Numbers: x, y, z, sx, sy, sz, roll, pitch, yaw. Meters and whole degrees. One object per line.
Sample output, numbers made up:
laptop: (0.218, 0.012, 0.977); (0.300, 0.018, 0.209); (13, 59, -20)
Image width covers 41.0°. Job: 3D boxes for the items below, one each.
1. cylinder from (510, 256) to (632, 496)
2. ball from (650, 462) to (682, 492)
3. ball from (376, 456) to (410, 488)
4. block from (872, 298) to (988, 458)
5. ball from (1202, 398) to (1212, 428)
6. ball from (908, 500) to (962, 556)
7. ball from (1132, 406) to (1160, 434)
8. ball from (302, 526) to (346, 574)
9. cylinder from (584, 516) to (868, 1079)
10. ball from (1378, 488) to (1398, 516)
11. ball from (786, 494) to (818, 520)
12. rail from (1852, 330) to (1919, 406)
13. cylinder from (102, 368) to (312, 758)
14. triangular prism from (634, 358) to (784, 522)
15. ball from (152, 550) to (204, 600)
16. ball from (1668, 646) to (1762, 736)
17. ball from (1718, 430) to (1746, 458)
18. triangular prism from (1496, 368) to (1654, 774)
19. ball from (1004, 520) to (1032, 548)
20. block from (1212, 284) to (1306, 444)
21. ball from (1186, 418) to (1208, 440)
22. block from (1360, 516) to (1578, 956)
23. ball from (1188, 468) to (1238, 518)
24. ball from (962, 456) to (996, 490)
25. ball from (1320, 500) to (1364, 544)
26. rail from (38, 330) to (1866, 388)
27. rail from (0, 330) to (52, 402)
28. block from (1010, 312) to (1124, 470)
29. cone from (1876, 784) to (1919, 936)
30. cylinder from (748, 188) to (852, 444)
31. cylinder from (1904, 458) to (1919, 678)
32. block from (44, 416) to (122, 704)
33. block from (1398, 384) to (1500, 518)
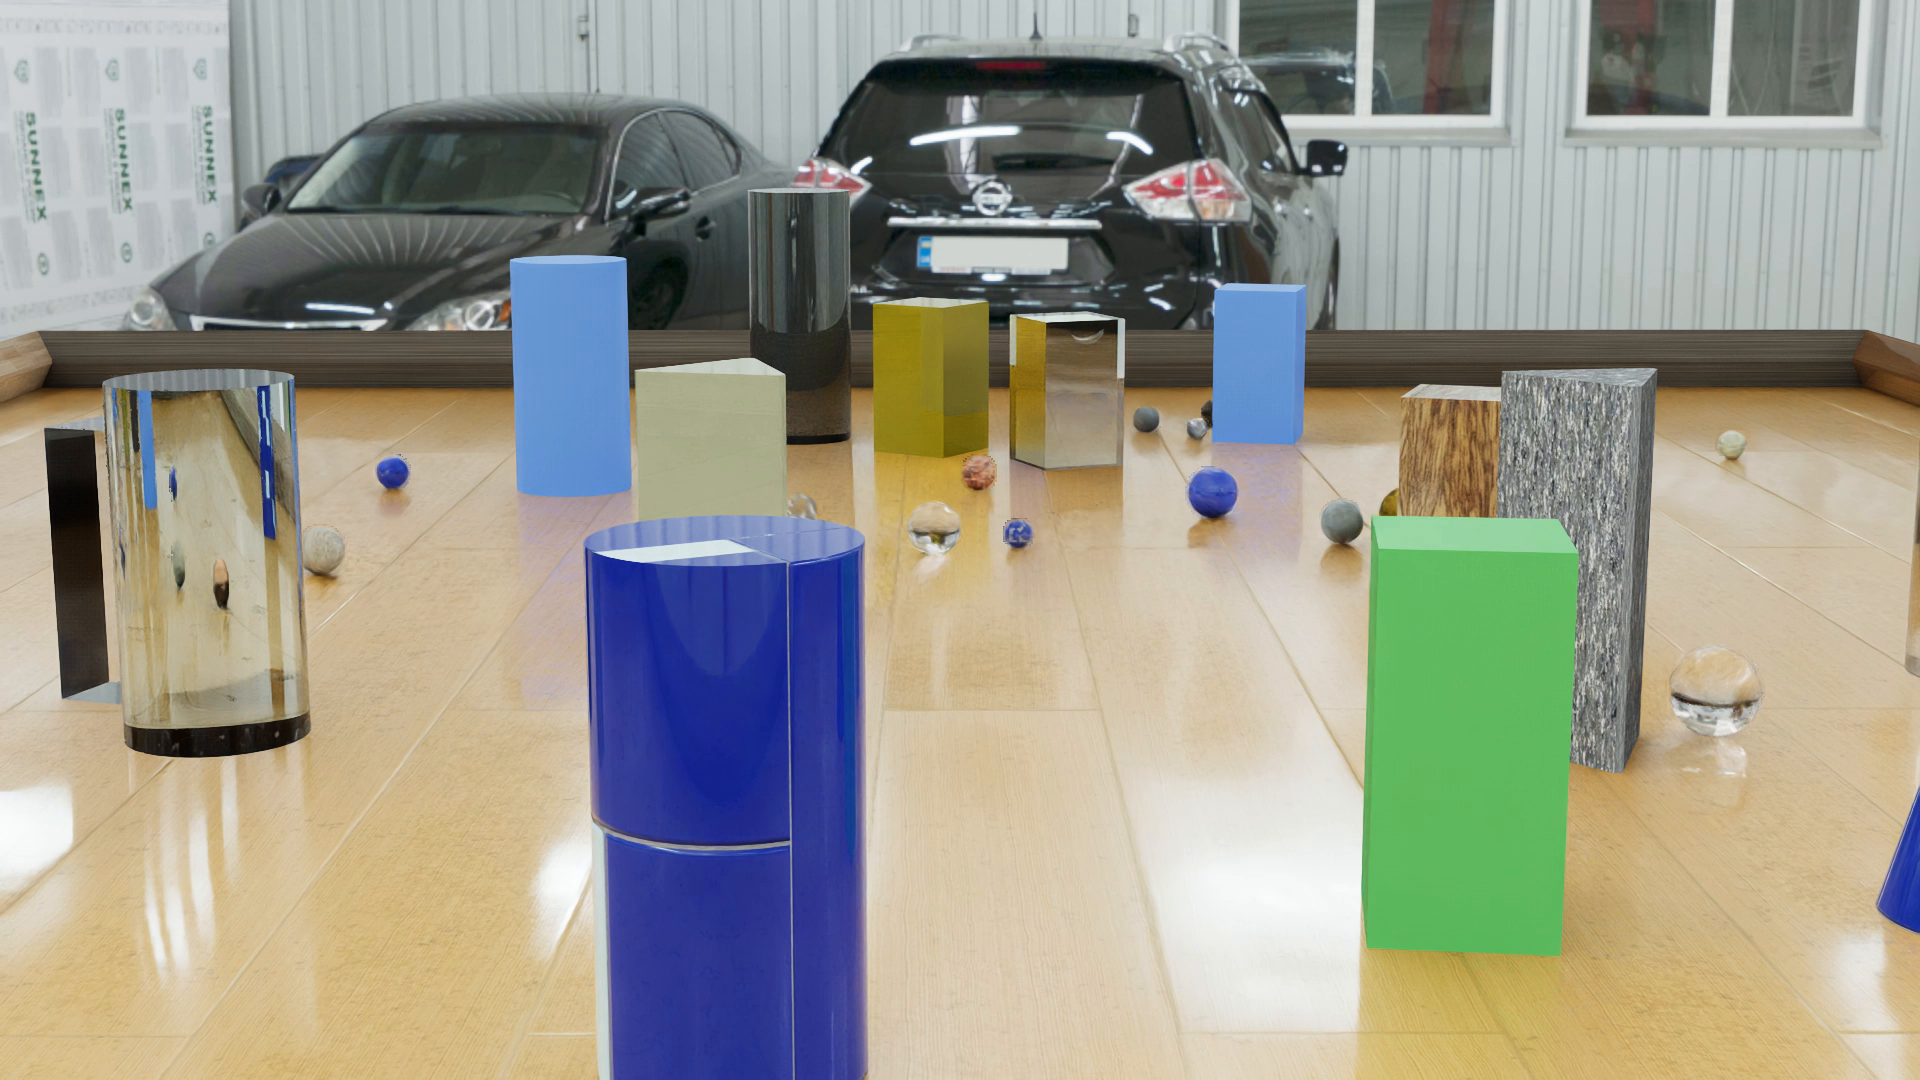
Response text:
cylinder: (-0.674, -0.287, 4.448); (0.199, 0.397, 0.199); (0, 10, 0)
ball: (-0.507, -0.109, 4.427); (0.054, 0.054, 0.054); (0, 10, 0)
ball: (-0.989, -0.118, 4.469); (0.057, 0.057, 0.057); (0, 10, 0)
block: (-0.055, -0.312, 4.901); (0.159, 0.283, 0.159); (7, 12, 32)
ball: (0.521, -0.258, 5.215); (0.062, 0.062, 0.062); (0, 10, 0)
ball: (-0.039, -0.018, 3.861); (0.082, 0.082, 0.082); (0, 10, 0)
ball: (0.373, -0.242, 5.145); (0.055, 0.055, 0.055); (0, 10, 0)
ball: (-0.926, 0.015, 3.716); (0.069, 0.069, 0.069); (0, 10, 0)
cylinder: (-0.166, 0.194, 1.852); (0.199, 0.396, 0.199); (0, 10, 0)
ball: (0.689, -0.037, 3.928); (0.095, 0.095, 0.095); (0, 10, 0)
ball: (-0.254, -0.047, 4.099); (0.052, 0.052, 0.052); (0, 10, 0)
rail: (2.068, 0.031, 3.460); (0.045, 0.129, 4.937); (0, 10, 0)
cylinder: (-0.818, 0.021, 2.796); (0.199, 0.393, 0.199); (0, 10, 0)
triangular prism: (-0.260, -0.003, 2.925); (0.172, 0.394, 0.149); (2, 11, 13)
ball: (-1.078, 0.049, 3.536); (0.068, 0.068, 0.068); (0, 10, 0)
ball: (0.829, 0.166, 2.817); (0.099, 0.099, 0.099); (0, 10, 0)
ball: (1.449, -0.180, 4.816); (0.053, 0.053, 0.053); (0, 10, 0)
triangular prism: (0.689, 0.023, 2.750); (0.149, 0.405, 0.172); (-9, 14, -39)
ball: (0.089, -0.010, 3.922); (0.043, 0.043, 0.043); (0, 10, 0)
block: (0.591, -0.349, 5.059); (0.159, 0.297, 0.159); (3, 11, 14)
ball: (0.468, -0.220, 5.061); (0.043, 0.043, 0.043); (0, 10, 0)
block: (0.429, 0.162, 2.182); (0.159, 0.340, 0.159); (1, 11, 7)
ball: (0.412, -0.077, 4.179); (0.082, 0.082, 0.082); (0, 10, 0)
ball: (0.033, -0.116, 4.455); (0.059, 0.059, 0.059); (0, 10, 0)
ball: (0.589, -0.027, 3.956); (0.066, 0.066, 0.066); (0, 10, 0)
rail: (-0.014, -0.412, 5.853); (4.183, 0.129, 0.045); (0, 10, 0)
rail: (-2.068, 0.035, 3.437); (0.045, 0.129, 4.937); (0, 10, 0)
block: (0.197, -0.278, 4.749); (0.159, 0.270, 0.159); (-4, 11, -23)
cone: (0.899, 0.141, 2.191); (0.199, 0.377, 0.199); (0, 10, 0)
cylinder: (-0.314, -0.442, 5.043); (0.199, 0.486, 0.199); (0, 10, 0)
cylinder: (1.252, -0.042, 3.078); (0.199, 0.414, 0.199); (0, 10, 0)
block: (-0.946, 0.019, 3.008); (0.159, 0.319, 0.159); (3, 11, 17)
block: (0.727, -0.082, 3.706); (0.159, 0.264, 0.159); (4, 11, 19)
